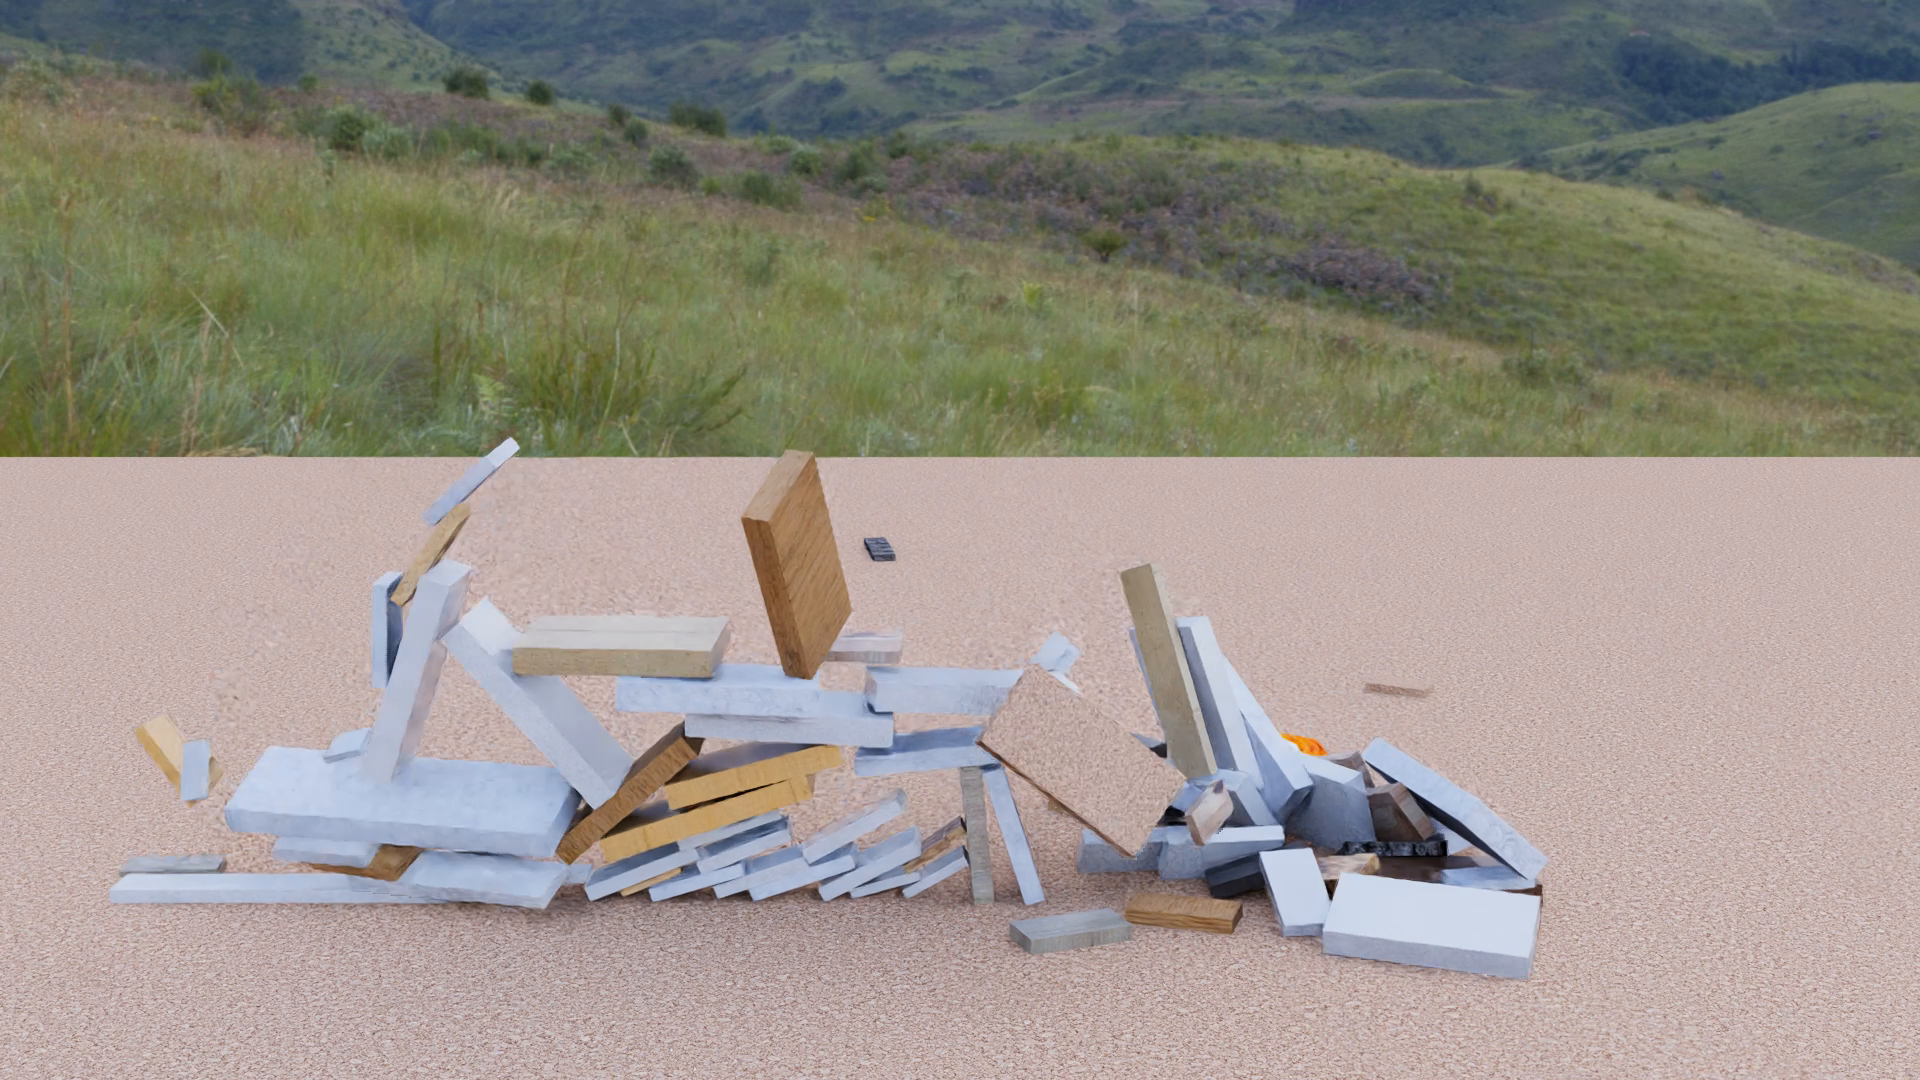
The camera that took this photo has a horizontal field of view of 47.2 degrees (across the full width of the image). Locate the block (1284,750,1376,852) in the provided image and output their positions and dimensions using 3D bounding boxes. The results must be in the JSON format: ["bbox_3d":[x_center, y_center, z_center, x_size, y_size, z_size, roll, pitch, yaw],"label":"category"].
[{"bbox_3d":[0.560,0.444,4.016,0.044,0.154,0.489,-27,23,-28],"label":"block"}]

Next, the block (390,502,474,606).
[{"bbox_3d":[-0.851,0.023,3.542,0.024,0.173,0.086,35,12,-5],"label":"block"}]

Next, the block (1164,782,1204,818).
[{"bbox_3d":[0.248,0.385,3.744,0.376,0.047,0.167,27,-11,-25],"label":"block"}]

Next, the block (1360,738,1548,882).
[{"bbox_3d":[0.831,0.451,3.734,0.163,0.046,0.456,40,-1,-12],"label":"block"}]

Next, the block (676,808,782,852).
[{"bbox_3d":[-0.383,0.466,3.651,0.173,0.024,0.086,-18,10,-1],"label":"block"}]

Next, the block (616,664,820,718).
[{"bbox_3d":[-0.390,0.240,3.562,0.320,0.045,0.160,2,10,-5],"label":"block"}]

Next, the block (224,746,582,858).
[{"bbox_3d":[-0.919,0.431,3.647,0.564,0.048,0.169,3,33,11],"label":"block"}]

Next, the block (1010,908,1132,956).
[{"bbox_3d":[0.175,0.616,3.463,0.174,0.025,0.087,-4,11,-21],"label":"block"}]

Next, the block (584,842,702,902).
[{"bbox_3d":[-0.526,0.543,3.665,0.194,0.024,0.086,-21,10,-1],"label":"block"}]

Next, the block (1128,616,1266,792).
[{"bbox_3d":[0.419,0.299,3.908,0.046,0.327,0.163,-26,11,-36],"label":"block"}]

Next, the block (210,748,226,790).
[{"bbox_3d":[-1.259,0.376,3.667,0.096,0.048,0.014,36,-4,45],"label":"block"}]

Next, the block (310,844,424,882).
[{"bbox_3d":[-0.980,0.518,3.633,0.167,0.024,0.084,4,34,23],"label":"block"}]

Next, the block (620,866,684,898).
[{"bbox_3d":[-0.514,0.561,3.666,0.106,0.015,0.053,-22,9,1],"label":"block"}]

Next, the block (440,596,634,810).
[{"bbox_3d":[-0.690,0.266,3.608,0.045,0.372,0.160,-39,9,11],"label":"block"}]

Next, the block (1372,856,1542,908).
[{"bbox_3d":[0.785,0.570,3.660,0.326,0.042,0.148,0,11,-2],"label":"block"}]

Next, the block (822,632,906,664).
[{"bbox_3d":[-0.171,0.179,3.673,0.149,0.021,0.075,0,22,7],"label":"block"}]

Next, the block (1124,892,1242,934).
[{"bbox_3d":[0.361,0.601,3.545,0.174,0.025,0.087,3,11,18],"label":"block"}]

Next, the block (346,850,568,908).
[{"bbox_3d":[-0.820,0.547,3.584,0.365,0.024,0.084,2,33,20],"label":"block"}]

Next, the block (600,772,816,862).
[{"bbox_3d":[-0.416,0.442,3.653,0.354,0.041,0.144,-18,10,1],"label":"block"}]

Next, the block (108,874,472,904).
[{"bbox_3d":[-1.078,0.580,3.662,0.645,0.023,0.080,0,11,0],"label":"block"}]

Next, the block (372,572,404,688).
[{"bbox_3d":[-0.931,0.146,3.579,0.024,0.173,0.086,4,14,1],"label":"block"}]

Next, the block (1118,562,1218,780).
[{"bbox_3d":[0.363,0.229,3.832,0.075,0.380,0.021,-18,-4,44],"label":"block"}]

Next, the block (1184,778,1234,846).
[{"bbox_3d":[0.418,0.456,3.685,0.017,0.059,0.119,-12,17,38],"label":"block"}]

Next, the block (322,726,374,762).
[{"bbox_3d":[-1.003,0.337,3.613,0.096,0.014,0.048,-14,39,38],"label":"block"}]

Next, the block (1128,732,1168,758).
[{"bbox_3d":[0.318,0.418,4.514,0.102,0.029,0.203,-9,14,-40],"label":"block"}]

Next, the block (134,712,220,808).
[{"bbox_3d":[-1.335,0.374,3.751,0.023,0.159,0.080,-34,6,13],"label":"block"}]

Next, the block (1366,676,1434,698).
[{"bbox_3d":[0.998,0.334,4.992,0.136,0.019,0.068,6,12,30],"label":"block"}]

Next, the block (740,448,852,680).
[{"bbox_3d":[-0.257,0.041,3.510,0.048,0.338,0.169,8,43,22],"label":"block"}]

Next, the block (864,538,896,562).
[{"bbox_3d":[-0.243,0.028,6.644,0.067,0.019,0.288,-1,11,-8],"label":"block"}]

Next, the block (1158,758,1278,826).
[{"bbox_3d":[0.415,0.460,3.925,0.295,0.148,0.042,5,48,45],"label":"block"}]

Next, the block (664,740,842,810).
[{"bbox_3d":[-0.339,0.370,3.637,0.289,0.041,0.144,-15,10,-1],"label":"block"}]

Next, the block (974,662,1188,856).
[{"bbox_3d":[0.193,0.350,3.496,0.308,0.154,0.044,37,-13,-6],"label":"block"}]

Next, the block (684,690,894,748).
[{"bbox_3d":[-0.280,0.288,3.616,0.334,0.047,0.167,4,10,-4],"label":"block"}]

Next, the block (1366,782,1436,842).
[{"bbox_3d":[0.747,0.477,3.820,0.029,0.102,0.203,-35,-2,-15],"label":"block"}]

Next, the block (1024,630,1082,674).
[{"bbox_3d":[0.150,0.220,3.770,0.059,0.119,0.017,38,6,7],"label":"block"}]
